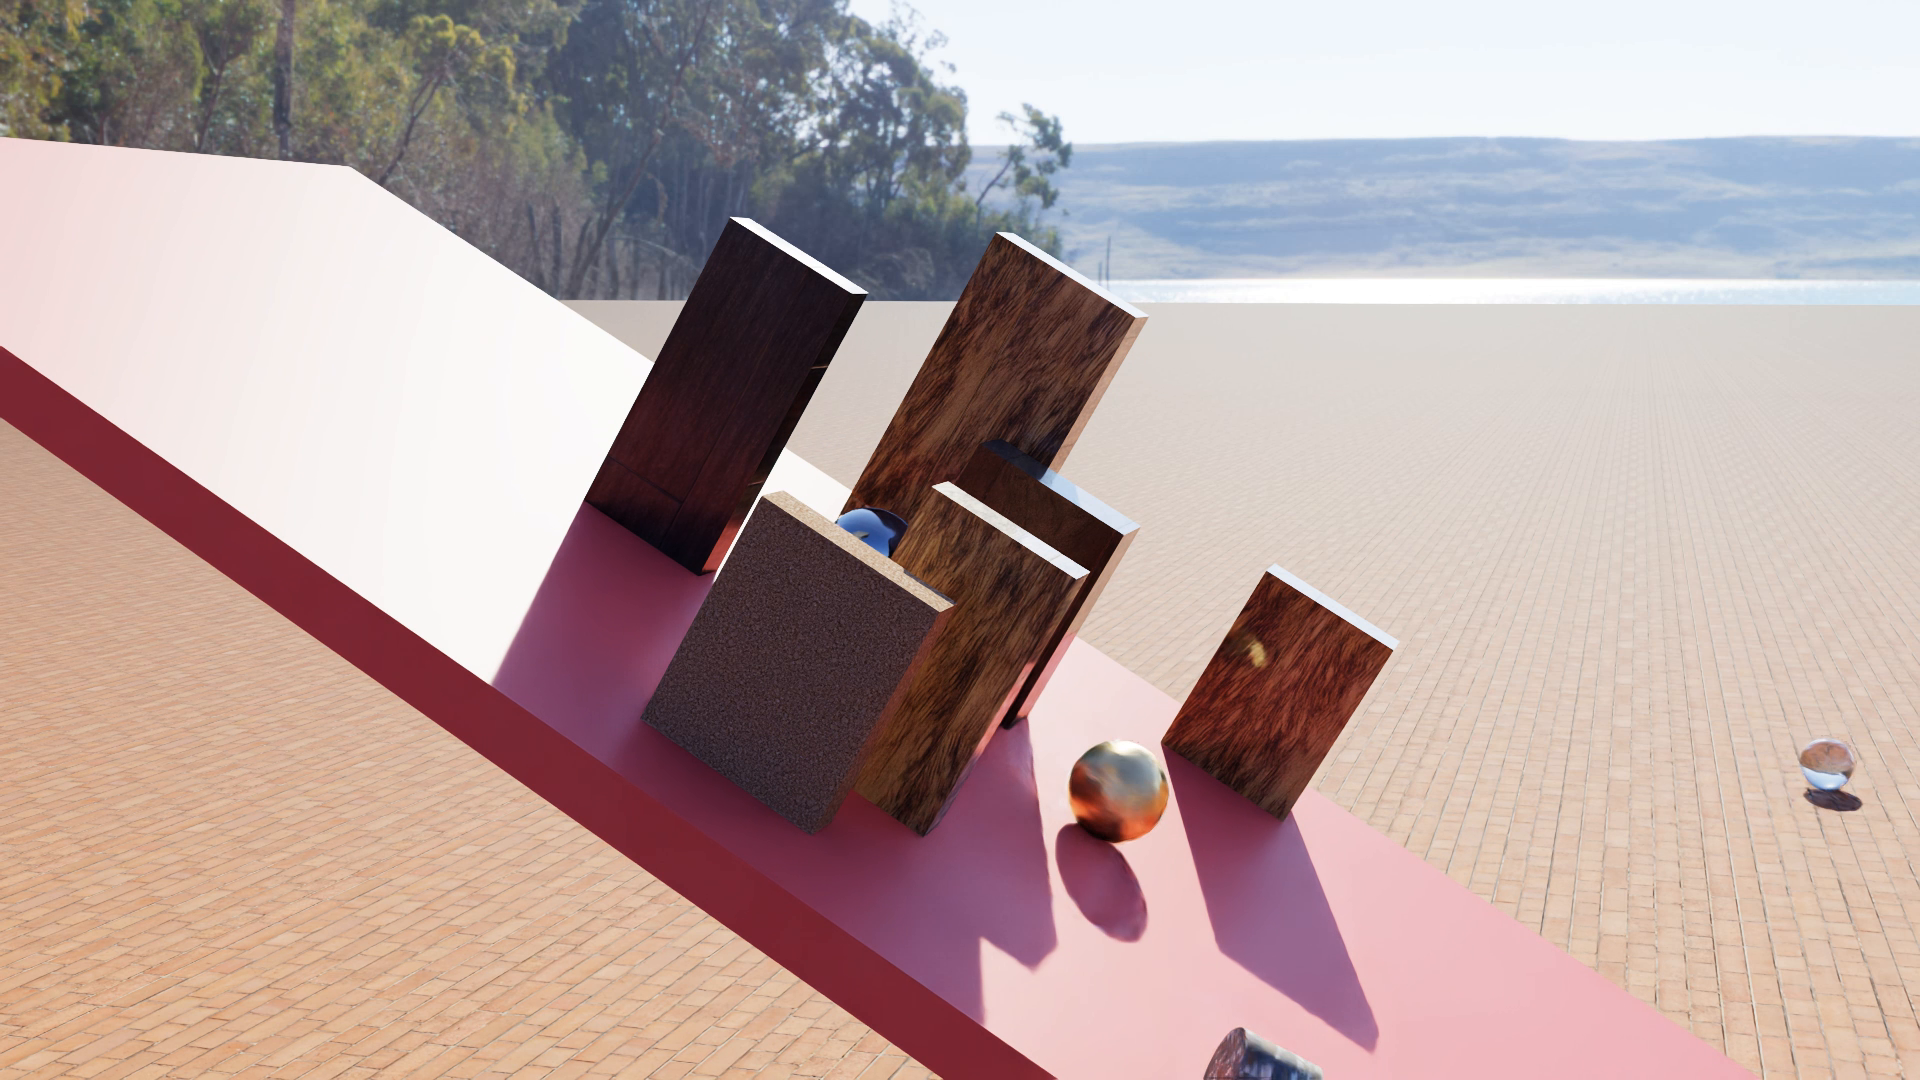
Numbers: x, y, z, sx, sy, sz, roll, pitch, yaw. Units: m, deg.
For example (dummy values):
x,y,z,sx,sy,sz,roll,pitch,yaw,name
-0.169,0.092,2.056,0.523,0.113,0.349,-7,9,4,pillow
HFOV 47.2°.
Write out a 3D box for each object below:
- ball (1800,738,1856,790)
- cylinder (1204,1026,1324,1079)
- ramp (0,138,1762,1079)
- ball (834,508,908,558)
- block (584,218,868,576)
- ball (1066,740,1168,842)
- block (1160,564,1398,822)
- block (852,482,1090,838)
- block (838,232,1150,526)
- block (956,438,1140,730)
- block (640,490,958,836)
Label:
x,y,z,sx,sy,sz,roll,pitch,yaw,name
3.118,0.807,7.907,0.187,0.187,0.187,0,7,0,ball
0.436,0.792,3.181,0.130,0.130,0.130,28,4,-7,cylinder
-0.179,0.294,4.125,4.000,0.100,2.000,33,15,11,ramp
-0.180,0.038,4.372,0.206,0.206,0.206,0,7,0,ball
-0.439,-0.264,4.083,0.271,0.607,0.090,33,15,11,block
0.282,0.449,3.930,0.182,0.182,0.182,0,7,0,ball
0.669,0.319,4.612,0.304,0.434,0.113,33,15,11,block
-0.039,0.192,3.543,0.274,0.498,0.087,33,15,11,block
0.038,-0.201,4.454,0.327,0.775,0.124,33,15,11,block
0.085,0.083,4.254,0.326,0.446,0.148,33,15,11,block
-0.248,0.185,3.345,0.324,0.407,0.089,33,15,11,block
